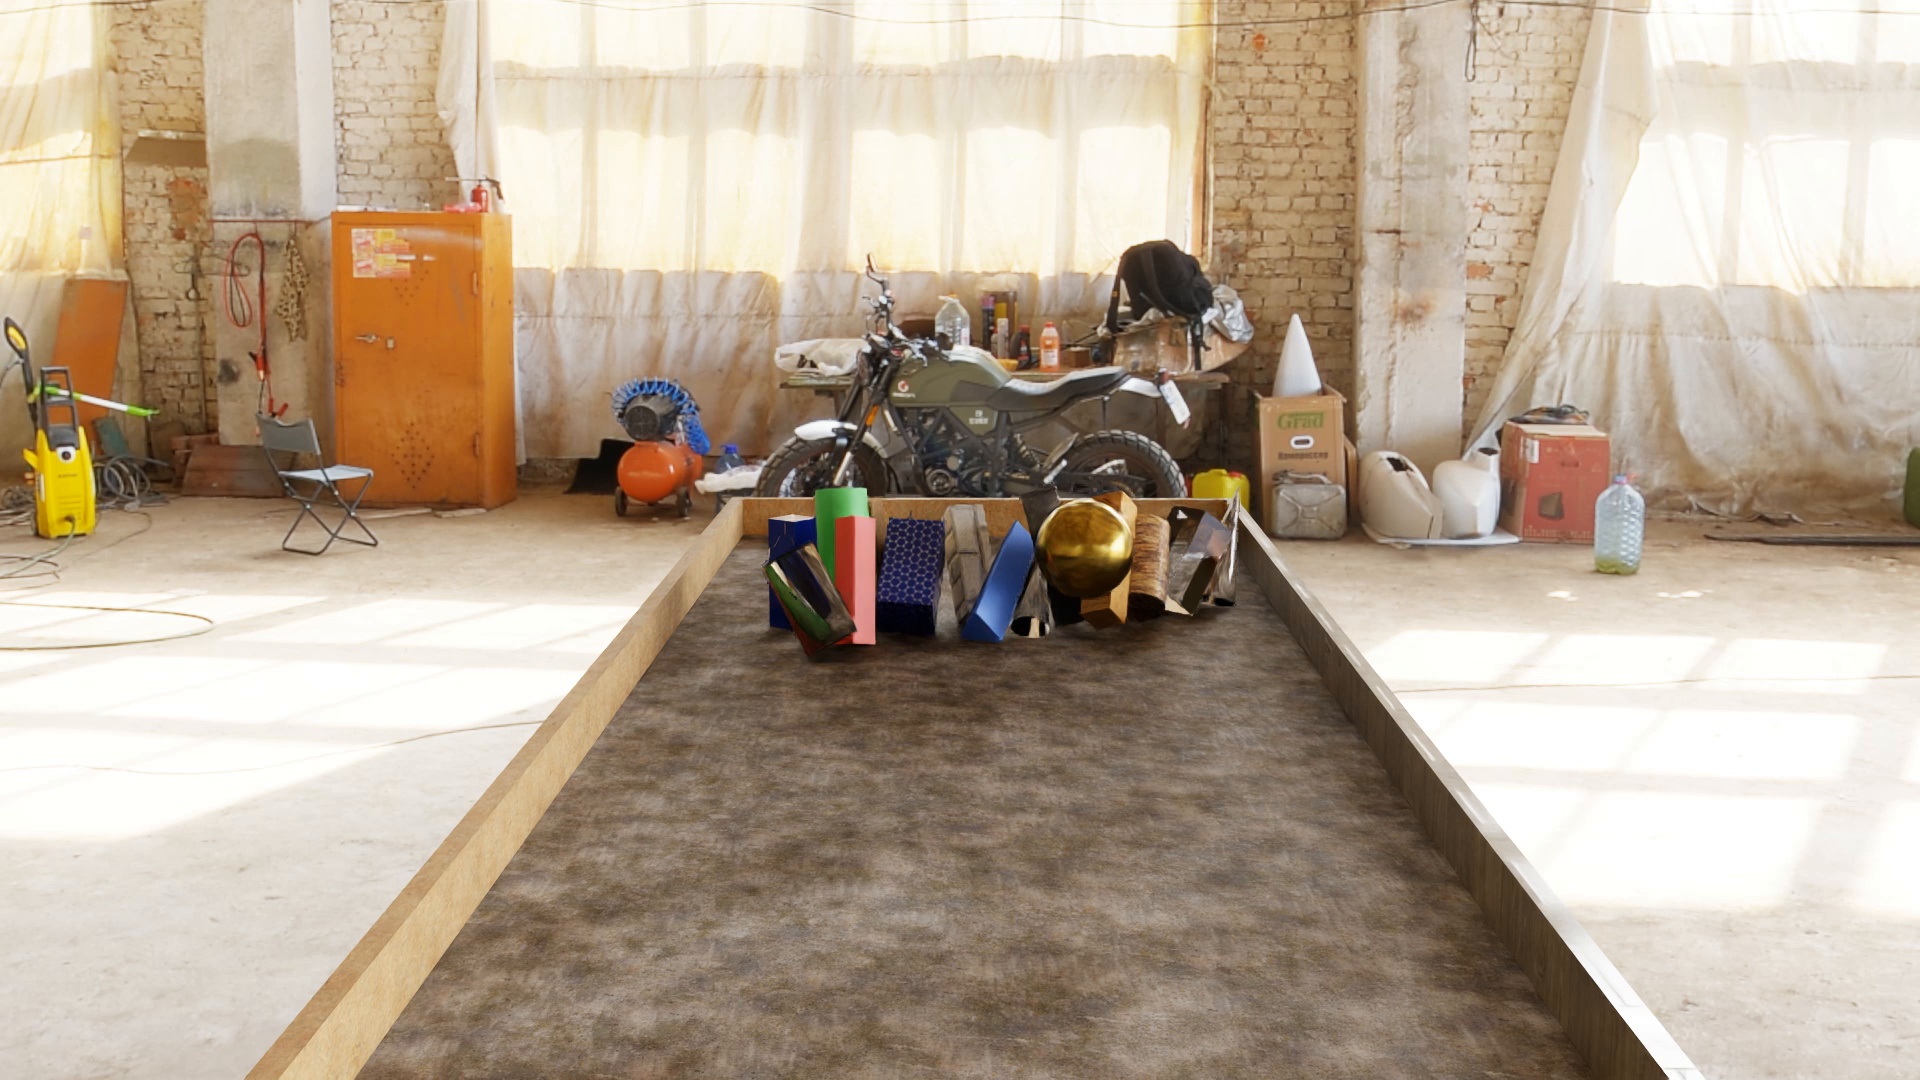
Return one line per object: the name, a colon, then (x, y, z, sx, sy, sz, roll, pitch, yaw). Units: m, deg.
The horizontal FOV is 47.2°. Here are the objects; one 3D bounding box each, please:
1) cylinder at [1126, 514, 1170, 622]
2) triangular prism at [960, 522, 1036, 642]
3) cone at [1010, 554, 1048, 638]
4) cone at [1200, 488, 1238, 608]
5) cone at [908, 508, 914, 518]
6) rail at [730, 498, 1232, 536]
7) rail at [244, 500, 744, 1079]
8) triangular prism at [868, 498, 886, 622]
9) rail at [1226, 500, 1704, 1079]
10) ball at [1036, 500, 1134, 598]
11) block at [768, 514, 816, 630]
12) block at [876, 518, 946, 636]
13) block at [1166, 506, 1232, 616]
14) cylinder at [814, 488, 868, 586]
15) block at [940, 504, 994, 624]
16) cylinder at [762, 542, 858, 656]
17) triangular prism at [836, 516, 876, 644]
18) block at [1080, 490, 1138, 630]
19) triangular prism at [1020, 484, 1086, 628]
cylinder: (0.605, 0.091, 7.318, 0.176, 0.313, 0.176, 5, -33, 3)
triangular prism: (0.125, 0.126, 7.089, 0.139, 0.120, 0.437, 6, 44, 20)
cone: (0.252, 0.110, 7.094, 0.126, 0.407, 0.126, 8, -33, 5)
cone: (0.908, 0.008, 7.533, 0.166, 0.415, 0.166, 14, -9, 2)
cone: (-0.164, 0.066, 7.293, 0.155, 0.384, 0.155, 0, -24, 0)
rail: (0.099, -0.098, 9.147, 2.100, 0.150, 0.050, 0, 9, 1)
rail: (-1.004, 0.839, 3.234, 0.050, 0.150, 12.000, 0, 9, 1)
triangular prism: (-0.264, 0.066, 7.260, 0.077, 0.406, 0.088, -15, 13, -38)
rail: (1.046, 0.843, 3.208, 0.050, 0.150, 12.000, 0, 9, 1)
ball: (0.397, 0.030, 7.002, 0.316, 0.316, 0.316, 0, 9, 0)
block: (-0.544, 0.105, 7.203, 0.115, 0.358, 0.115, 7, 12, 38)
block: (-0.155, 0.117, 7.099, 0.179, 0.327, 0.179, 4, -35, 5)
block: (0.756, 0.068, 7.450, 0.155, 0.323, 0.155, 37, -16, -37)
cylinder: (-0.372, 0.068, 7.043, 0.168, 0.459, 0.168, -2, -1, 0)
block: (0.034, 0.079, 7.281, 0.119, 0.377, 0.119, -3, -21, -18)
cylinder: (-0.460, 0.181, 6.750, 0.174, 0.304, 0.174, -27, -4, -2)
triangular prism: (-0.314, 0.128, 6.918, 0.107, 0.398, 0.124, 2, -5, -30)
block: (0.489, 0.064, 7.217, 0.108, 0.458, 0.108, -12, -38, 29)
triangular prism: (0.324, 0.054, 7.248, 0.121, 0.452, 0.104, -16, -6, 11)
